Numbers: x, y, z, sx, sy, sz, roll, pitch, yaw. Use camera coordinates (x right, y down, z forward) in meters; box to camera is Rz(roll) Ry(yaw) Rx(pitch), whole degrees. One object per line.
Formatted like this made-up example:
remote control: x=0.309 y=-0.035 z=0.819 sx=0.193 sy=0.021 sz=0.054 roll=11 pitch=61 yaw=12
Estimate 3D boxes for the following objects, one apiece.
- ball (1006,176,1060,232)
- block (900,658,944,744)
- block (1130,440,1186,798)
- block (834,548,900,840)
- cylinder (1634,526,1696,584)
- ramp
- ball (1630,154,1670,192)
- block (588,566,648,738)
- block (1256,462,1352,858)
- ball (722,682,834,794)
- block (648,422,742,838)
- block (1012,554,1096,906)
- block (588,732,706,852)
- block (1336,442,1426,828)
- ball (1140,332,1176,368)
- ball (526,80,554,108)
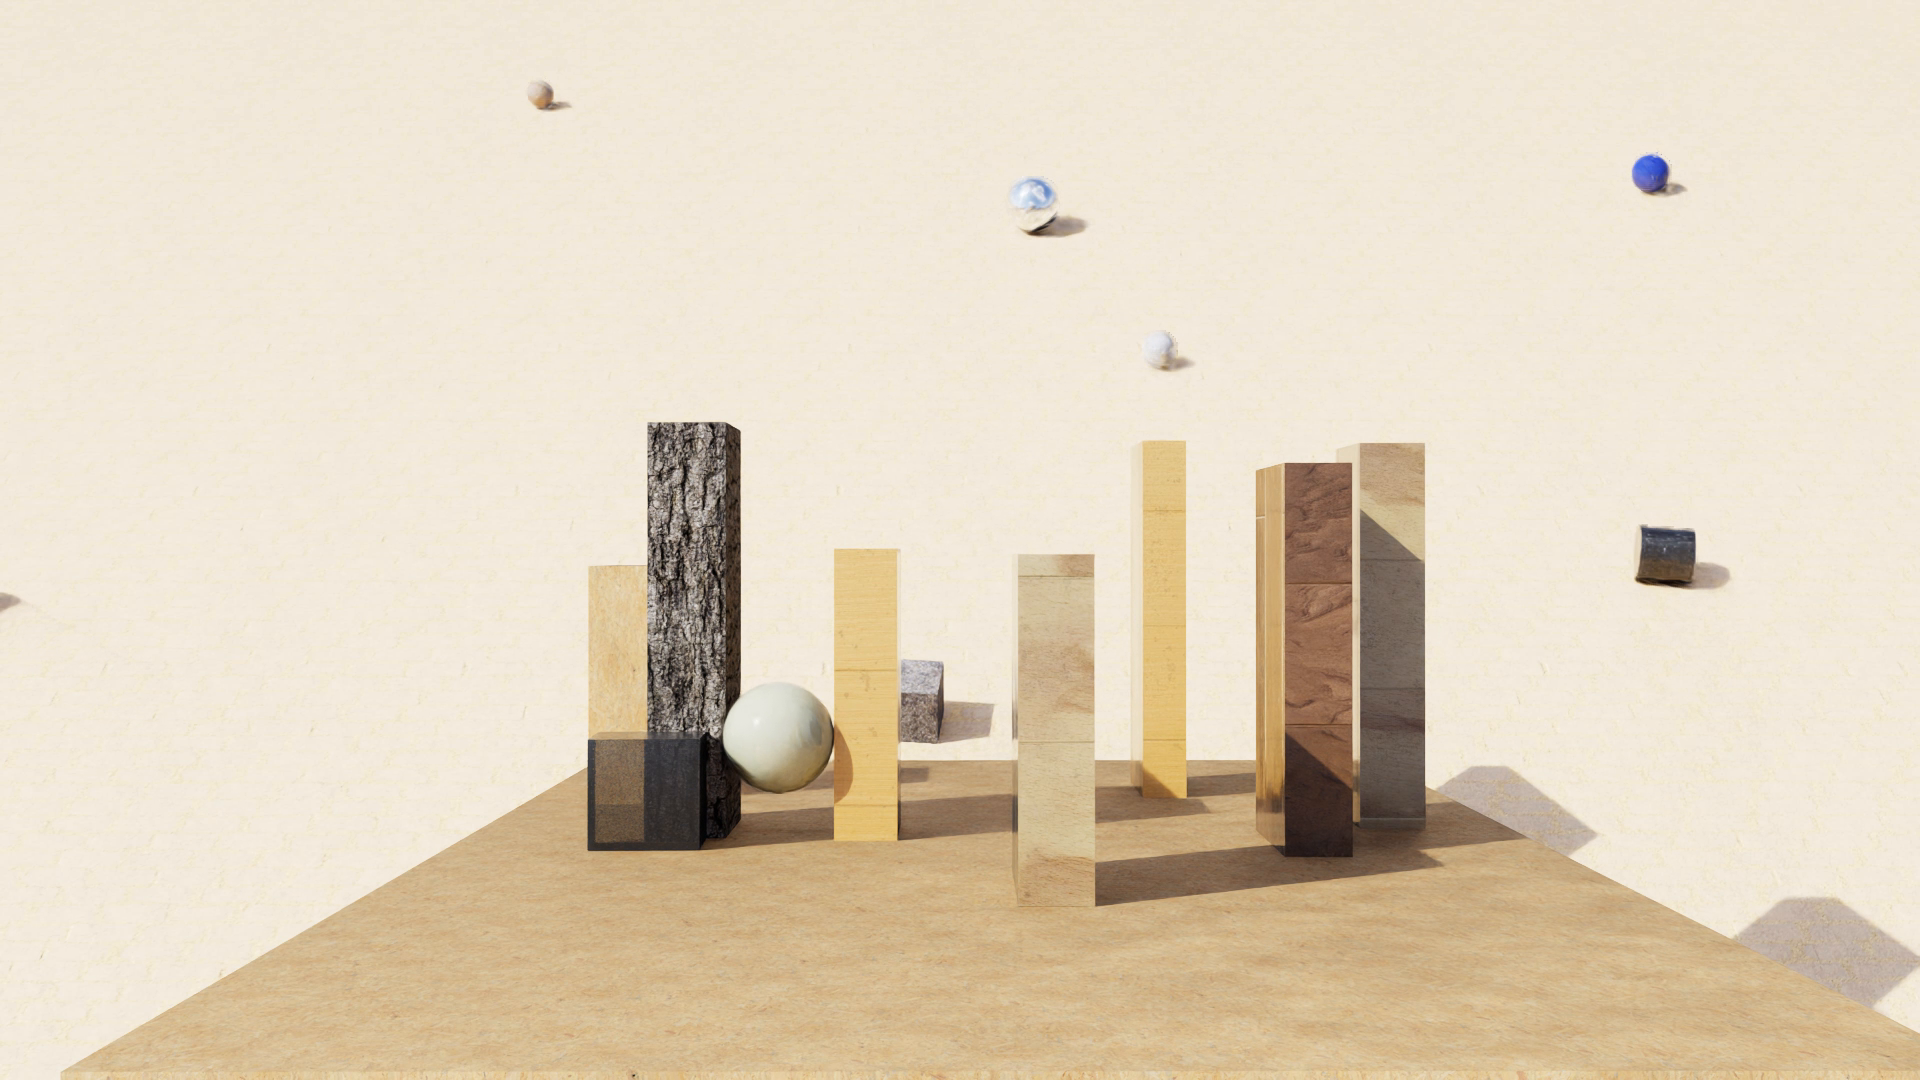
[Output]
ball: x=0.272 y=-1.262 z=9.729 sx=0.202 sy=0.202 sz=0.202 roll=0 pitch=31 yaw=0
block: x=-0.130 y=0.430 z=6.921 sx=0.159 sy=0.159 sz=0.159 roll=3 pitch=31 yaw=5
block: x=0.446 y=0.174 z=5.850 sx=0.095 sy=0.780 sz=0.401 roll=0 pitch=0 yaw=0
block: x=-0.175 y=0.288 z=4.966 sx=0.118 sy=0.543 sz=0.308 roll=0 pitch=0 yaw=0
cylinder: x=2.061 y=0.043 z=7.576 sx=0.155 sy=0.155 sz=0.155 roll=5 pitch=31 yaw=8
ramp: x=0.068 y=0.608 z=4.677 sx=2.000 sy=0.100 sz=4.000 roll=0 pitch=0 yaw=0
ball: x=2.681 y=-1.424 z=10.057 sx=0.147 sy=0.147 sz=0.147 roll=0 pitch=31 yaw=0
block: x=-0.735 y=0.310 z=5.768 sx=0.131 sy=0.507 sz=0.387 roll=0 pitch=0 yaw=0
block: x=0.631 y=0.212 z=4.776 sx=0.119 sy=0.694 sz=0.445 roll=0 pitch=0 yaw=0
ball: x=-0.338 y=0.368 z=4.832 sx=0.208 sy=0.208 sz=0.208 roll=0 pitch=31 yaw=0
block: x=-0.513 y=0.170 z=5.030 sx=0.147 sy=0.781 sz=0.346 roll=0 pitch=0 yaw=0
block: x=0.146 y=0.289 z=4.140 sx=0.116 sy=0.534 sz=0.441 roll=0 pitch=0 yaw=0
block: x=-0.572 y=0.459 z=4.752 sx=0.201 sy=0.201 sz=0.201 roll=0 pitch=0 yaw=-2
block: x=0.839 y=0.186 z=5.183 sx=0.127 sy=0.748 sz=0.322 roll=0 pitch=0 yaw=0
ball: x=0.672 y=-0.645 z=8.770 sx=0.119 sy=0.119 sz=0.119 roll=0 pitch=31 yaw=0
ball: x=-1.756 y=-1.865 z=10.831 sx=0.114 sy=0.114 sz=0.114 roll=0 pitch=31 yaw=0
